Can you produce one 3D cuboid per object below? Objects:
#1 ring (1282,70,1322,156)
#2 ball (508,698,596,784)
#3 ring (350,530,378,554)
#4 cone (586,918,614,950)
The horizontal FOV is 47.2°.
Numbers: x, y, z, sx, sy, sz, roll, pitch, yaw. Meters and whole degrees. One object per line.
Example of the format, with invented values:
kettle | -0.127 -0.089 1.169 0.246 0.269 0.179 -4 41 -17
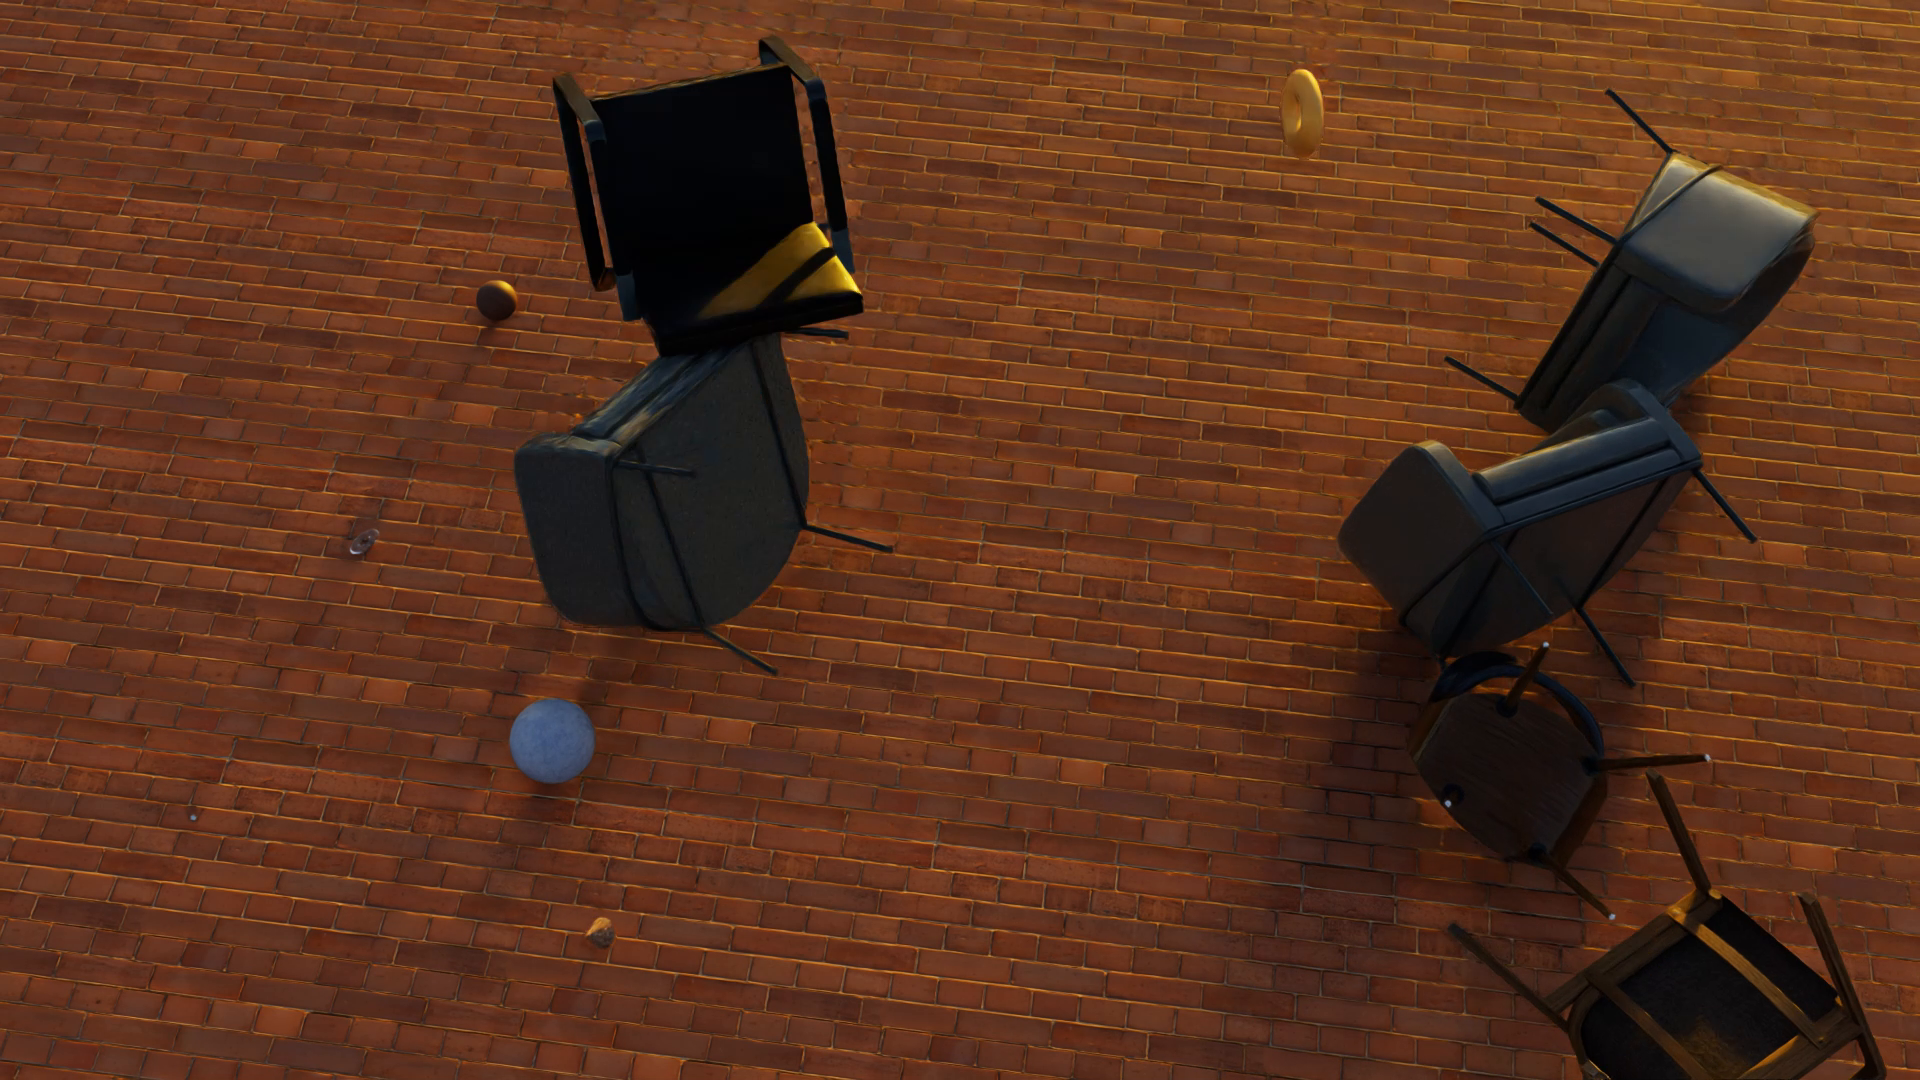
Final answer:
ring | 1.141 -1.424 7.332 0.064 0.282 0.380 -2 23 -7
ball | -1.123 0.554 6.060 0.236 0.236 0.236 0 56 0
ring | -1.776 0.005 6.558 0.052 0.022 0.105 34 62 20
cone | -0.967 1.043 5.807 0.082 0.068 0.088 32 106 29
